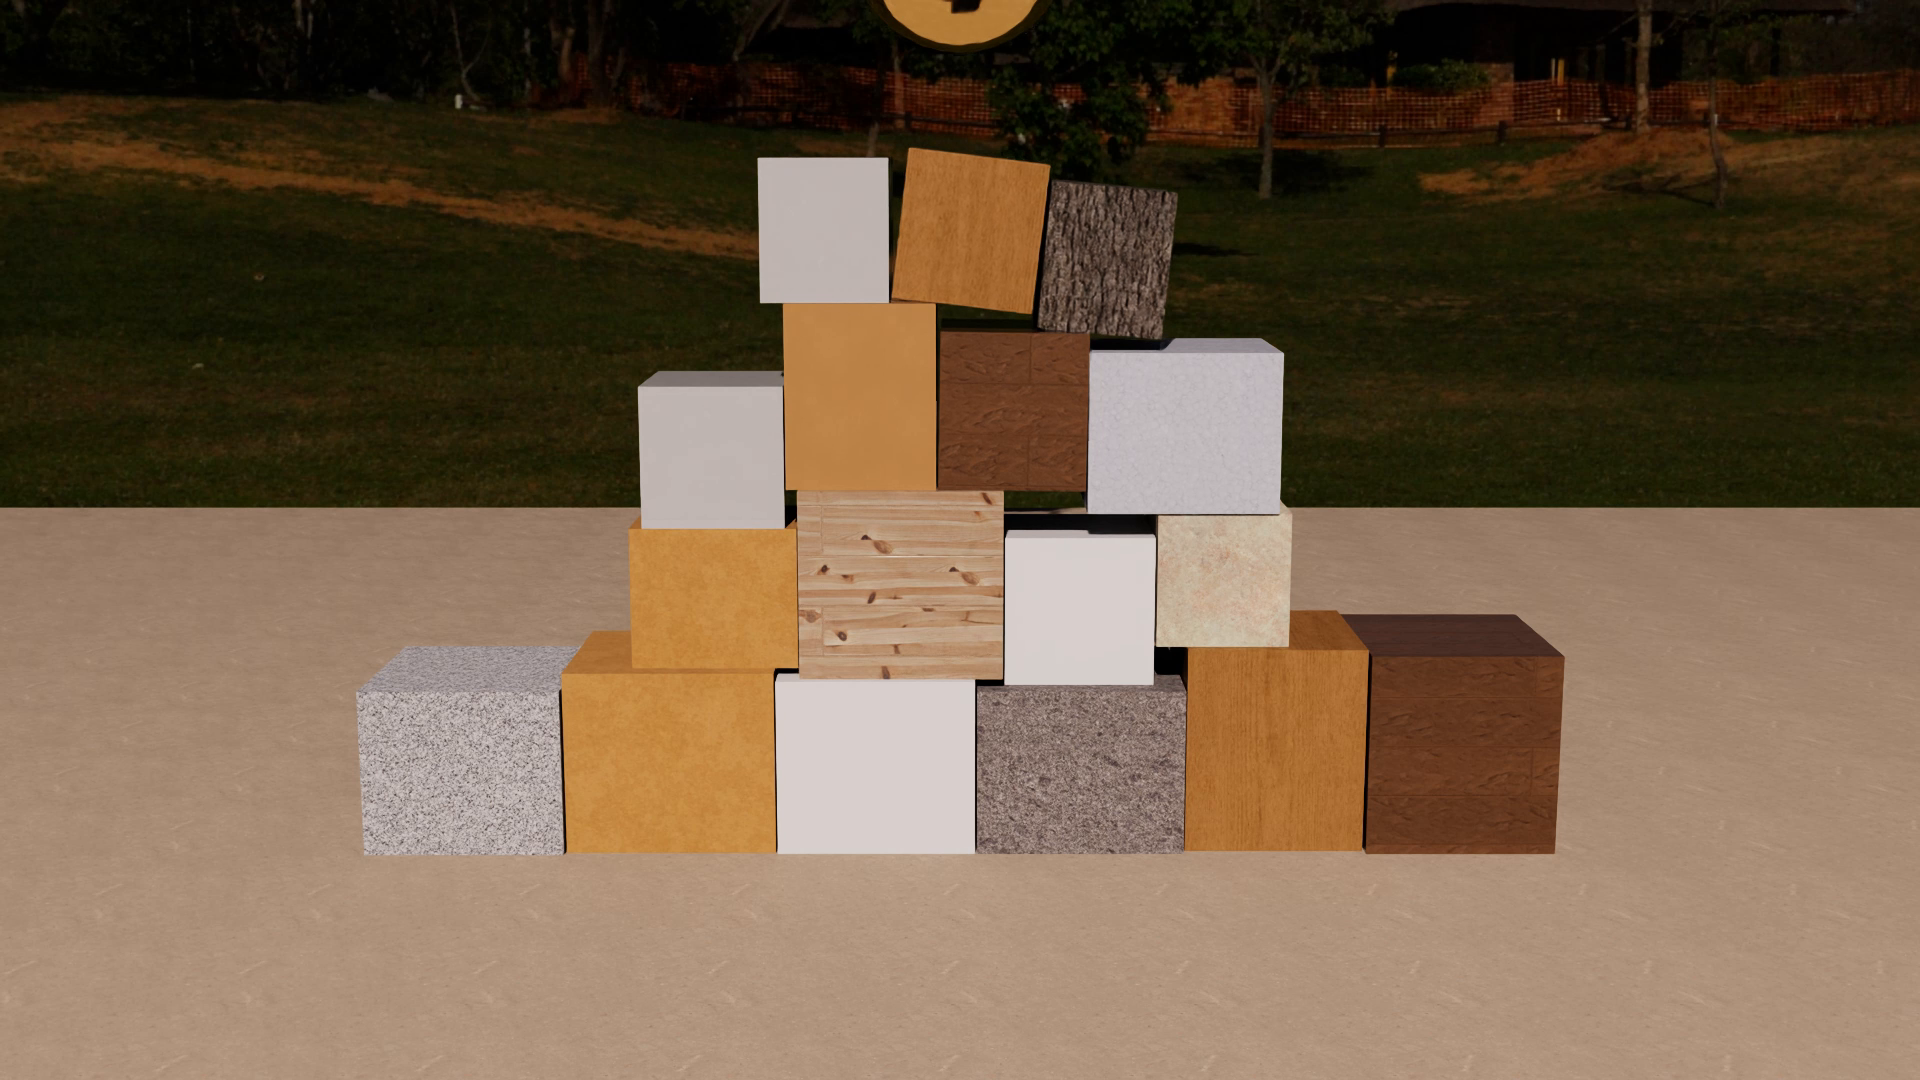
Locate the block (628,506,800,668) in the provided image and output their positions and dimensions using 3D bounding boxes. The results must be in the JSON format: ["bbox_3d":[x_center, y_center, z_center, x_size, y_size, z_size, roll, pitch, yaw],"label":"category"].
[{"bbox_3d":[-1.216,0.228,11.213,0.826,0.702,0.708,0,10,0],"label":"block"}]

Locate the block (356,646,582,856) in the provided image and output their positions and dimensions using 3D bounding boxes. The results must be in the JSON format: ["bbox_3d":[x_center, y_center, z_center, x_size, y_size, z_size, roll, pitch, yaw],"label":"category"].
[{"bbox_3d":[-2.468,1.069,11.356,0.993,0.834,0.993,0,10,0],"label":"block"}]

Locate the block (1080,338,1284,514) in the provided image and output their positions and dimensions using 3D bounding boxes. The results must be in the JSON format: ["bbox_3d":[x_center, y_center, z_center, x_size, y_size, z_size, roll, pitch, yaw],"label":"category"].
[{"bbox_3d":[1.096,-0.587,11.092,0.940,0.789,0.806,0,10,0],"label":"block"}]

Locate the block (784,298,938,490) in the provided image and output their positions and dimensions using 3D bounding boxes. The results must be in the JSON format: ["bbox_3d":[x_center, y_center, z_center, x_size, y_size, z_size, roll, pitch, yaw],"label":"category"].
[{"bbox_3d":[-0.484,-0.761,11.050,0.735,0.908,0.786,0,10,0],"label":"block"}]

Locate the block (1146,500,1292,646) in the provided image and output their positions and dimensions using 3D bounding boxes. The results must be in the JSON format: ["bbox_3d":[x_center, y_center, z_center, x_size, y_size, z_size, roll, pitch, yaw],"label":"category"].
[{"bbox_3d":[1.301,0.133,11.207,0.655,0.668,0.749,0,10,0],"label":"block"}]

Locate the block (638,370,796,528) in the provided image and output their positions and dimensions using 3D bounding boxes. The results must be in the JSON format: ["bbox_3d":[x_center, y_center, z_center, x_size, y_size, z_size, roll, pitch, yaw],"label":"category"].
[{"bbox_3d":[-1.213,-0.466,11.110,0.703,0.701,0.742,0,10,0],"label":"block"}]

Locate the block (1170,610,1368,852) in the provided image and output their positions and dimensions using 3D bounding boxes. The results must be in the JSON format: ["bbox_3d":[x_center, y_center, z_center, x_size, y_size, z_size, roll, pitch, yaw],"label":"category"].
[{"bbox_3d":[1.568,0.966,11.373,0.888,1.030,0.936,0,10,0],"label":"block"}]

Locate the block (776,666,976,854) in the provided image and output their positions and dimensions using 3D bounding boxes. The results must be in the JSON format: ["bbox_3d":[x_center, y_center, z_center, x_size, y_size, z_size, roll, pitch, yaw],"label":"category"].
[{"bbox_3d":[-0.417,1.040,11.386,0.982,0.879,1.022,0,10,0],"label":"block"}]

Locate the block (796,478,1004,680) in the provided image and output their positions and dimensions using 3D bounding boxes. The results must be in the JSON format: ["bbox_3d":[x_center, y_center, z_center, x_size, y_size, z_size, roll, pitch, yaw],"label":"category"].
[{"bbox_3d":[-0.290,0.150,11.201,1.006,0.939,0.856,0,10,0],"label":"block"}]

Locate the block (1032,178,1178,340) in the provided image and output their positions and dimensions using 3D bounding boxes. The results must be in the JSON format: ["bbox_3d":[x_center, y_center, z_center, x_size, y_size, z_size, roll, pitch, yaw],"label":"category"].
[{"bbox_3d":[0.709,-1.404,10.921,0.606,0.706,0.670,5,10,-1],"label":"block"}]

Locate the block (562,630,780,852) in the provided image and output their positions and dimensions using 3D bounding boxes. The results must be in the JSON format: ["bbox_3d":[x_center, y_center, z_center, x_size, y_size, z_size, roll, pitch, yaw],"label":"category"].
[{"bbox_3d":[-1.439,1.024,11.368,1.043,0.919,0.964,0,10,0],"label":"block"}]

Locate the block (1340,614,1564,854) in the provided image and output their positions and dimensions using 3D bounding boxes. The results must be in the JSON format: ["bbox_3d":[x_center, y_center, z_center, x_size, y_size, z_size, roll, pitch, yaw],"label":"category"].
[{"bbox_3d":[2.493,0.981,11.349,0.942,1.010,0.982,0,10,0],"label":"block"}]

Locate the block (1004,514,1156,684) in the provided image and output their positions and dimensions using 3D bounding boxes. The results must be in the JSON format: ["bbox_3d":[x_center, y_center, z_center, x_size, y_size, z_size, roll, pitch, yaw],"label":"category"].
[{"bbox_3d":[0.593,0.292,11.242,0.741,0.740,0.721,0,10,0],"label":"block"}]

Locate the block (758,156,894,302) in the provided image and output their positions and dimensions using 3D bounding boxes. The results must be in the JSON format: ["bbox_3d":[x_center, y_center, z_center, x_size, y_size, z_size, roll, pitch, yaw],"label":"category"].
[{"bbox_3d":[-0.655,-1.545,10.894,0.623,0.691,0.666,0,10,0],"label":"block"}]

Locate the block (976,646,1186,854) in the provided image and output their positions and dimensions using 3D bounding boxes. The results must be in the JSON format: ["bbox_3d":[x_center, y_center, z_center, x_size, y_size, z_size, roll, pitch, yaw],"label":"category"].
[{"bbox_3d":[0.599,1.066,11.379,1.029,0.831,1.005,0,10,0],"label":"block"}]

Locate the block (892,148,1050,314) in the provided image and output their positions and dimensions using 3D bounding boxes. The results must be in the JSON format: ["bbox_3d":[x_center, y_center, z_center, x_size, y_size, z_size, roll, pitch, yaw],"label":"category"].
[{"bbox_3d":[0.051,-1.544,10.908,0.683,0.719,0.657,7,10,-1],"label":"block"}]

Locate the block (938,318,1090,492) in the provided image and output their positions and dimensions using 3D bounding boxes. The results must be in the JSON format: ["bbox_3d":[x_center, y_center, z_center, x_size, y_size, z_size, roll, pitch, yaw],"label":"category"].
[{"bbox_3d":[0.260,-0.691,11.057,0.722,0.770,0.798,1,10,0],"label":"block"}]

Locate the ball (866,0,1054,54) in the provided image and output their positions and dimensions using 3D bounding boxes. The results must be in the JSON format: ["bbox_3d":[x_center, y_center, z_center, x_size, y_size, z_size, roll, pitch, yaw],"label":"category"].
[{"bbox_3d":[0.000,-4.272,15.592,1.600,1.600,1.600,0,10,0],"label":"ball"}]
